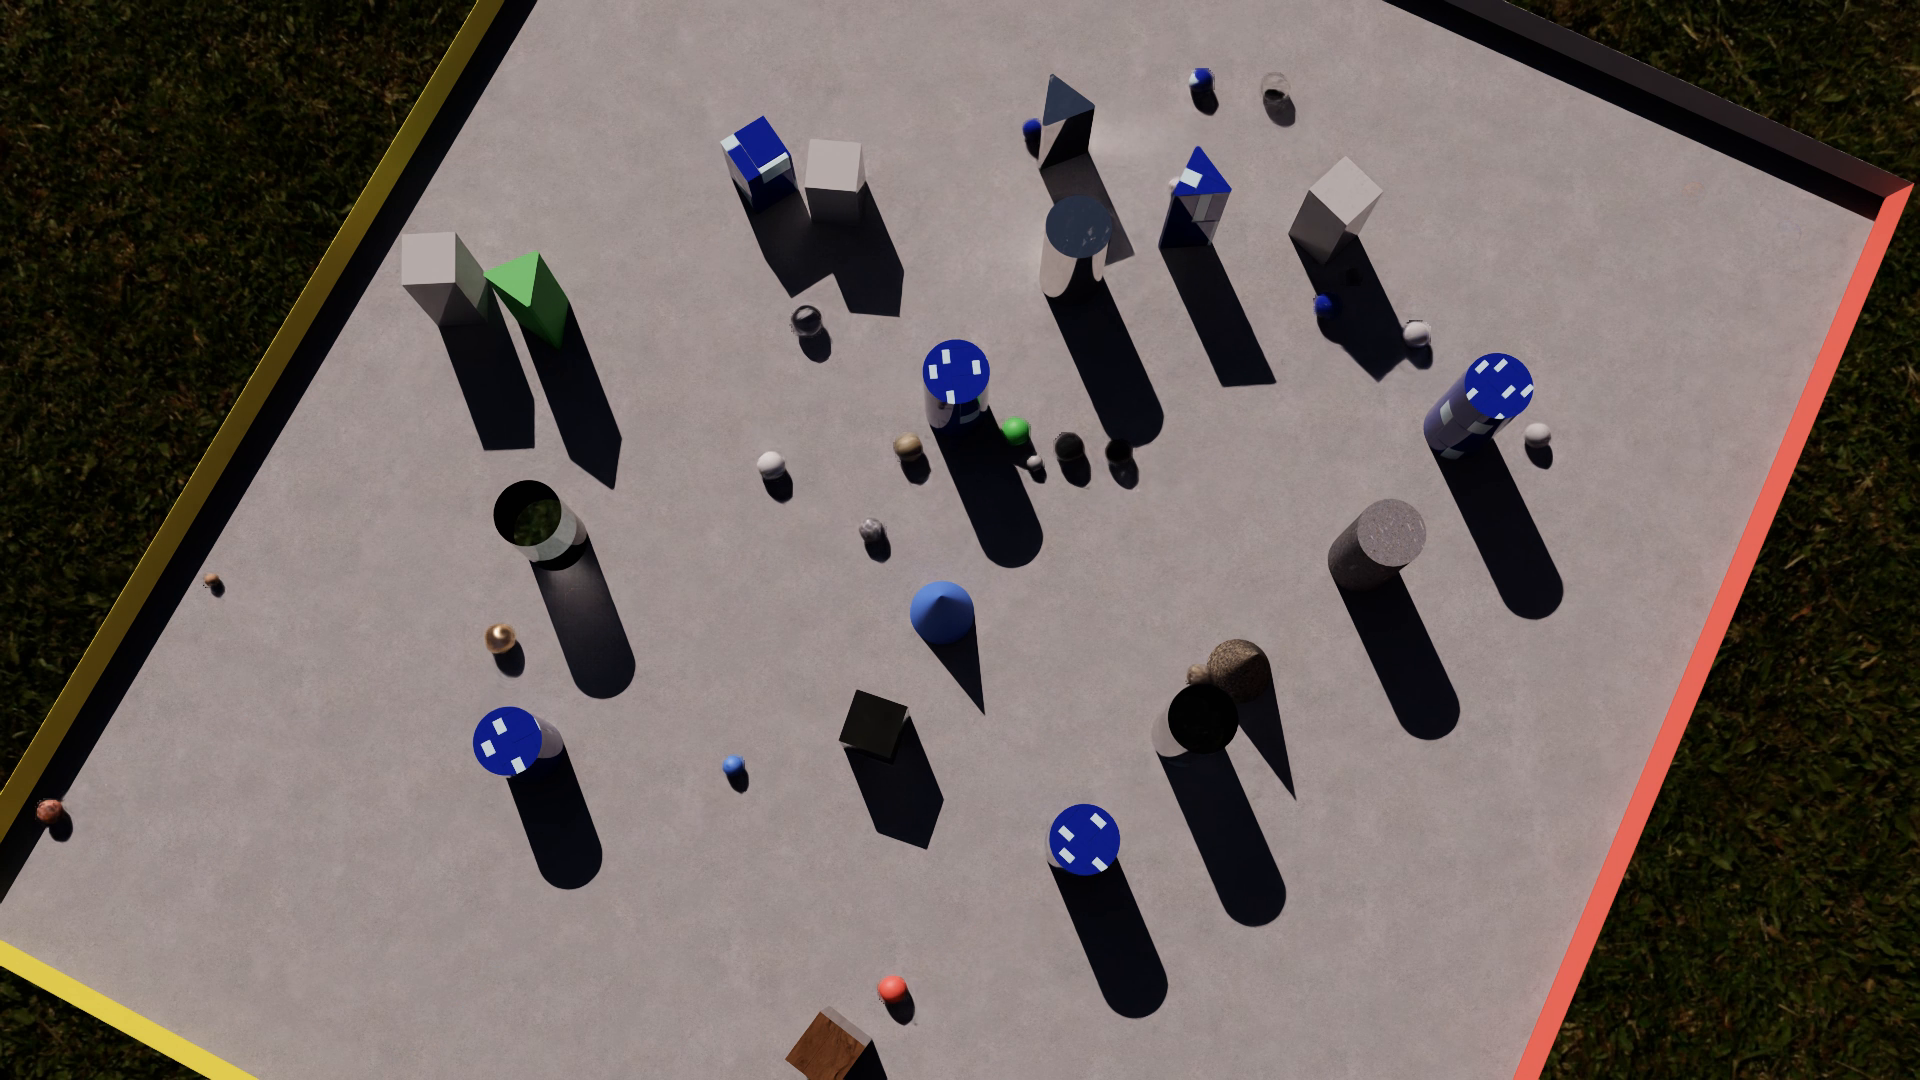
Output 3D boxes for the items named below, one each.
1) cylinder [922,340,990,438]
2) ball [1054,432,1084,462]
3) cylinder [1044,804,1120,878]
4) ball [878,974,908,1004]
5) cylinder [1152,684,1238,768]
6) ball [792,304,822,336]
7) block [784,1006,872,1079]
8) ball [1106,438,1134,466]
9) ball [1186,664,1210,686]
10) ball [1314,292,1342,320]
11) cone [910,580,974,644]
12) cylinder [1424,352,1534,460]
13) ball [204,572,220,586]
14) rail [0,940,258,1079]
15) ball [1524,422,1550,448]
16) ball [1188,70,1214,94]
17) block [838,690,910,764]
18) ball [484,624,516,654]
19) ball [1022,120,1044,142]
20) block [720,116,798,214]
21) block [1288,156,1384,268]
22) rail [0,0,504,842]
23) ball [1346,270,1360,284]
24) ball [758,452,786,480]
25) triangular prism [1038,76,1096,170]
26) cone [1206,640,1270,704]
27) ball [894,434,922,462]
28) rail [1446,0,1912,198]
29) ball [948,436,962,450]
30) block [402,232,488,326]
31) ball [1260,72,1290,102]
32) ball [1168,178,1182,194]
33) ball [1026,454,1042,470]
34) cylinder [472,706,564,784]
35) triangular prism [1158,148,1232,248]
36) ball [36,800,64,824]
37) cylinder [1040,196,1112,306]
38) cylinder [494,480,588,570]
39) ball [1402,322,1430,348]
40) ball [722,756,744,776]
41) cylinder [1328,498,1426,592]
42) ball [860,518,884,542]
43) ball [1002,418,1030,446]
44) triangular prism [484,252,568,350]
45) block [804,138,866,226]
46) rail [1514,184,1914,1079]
[{"bbox_3d":[-0.011,-0.450,5.511,0.196,0.389,0.196,0,78,0],"label":"cylinder"},{"bbox_3d":[0.337,-0.283,5.628,0.092,0.092,0.092,0,78,0],"label":"ball"},{"bbox_3d":[0.344,0.865,5.243,0.196,0.381,0.196,0,78,0],"label":"cylinder"},{"bbox_3d":[-0.194,1.301,5.306,0.082,0.082,0.082,0,78,0],"label":"ball"},{"bbox_3d":[0.672,0.539,5.279,0.196,0.443,0.196,0,78,0],"label":"cylinder"},{"bbox_3d":[-0.476,-0.683,5.708,0.098,0.098,0.098,0,78,0],"label":"ball"},{"bbox_3d":[-0.365,1.426,5.138,0.157,0.359,0.157,36,81,7],"label":"block"},{"bbox_3d":[0.489,-0.269,5.629,0.085,0.085,0.085,0,78,0],"label":"ball"},{"bbox_3d":[0.716,0.409,5.495,0.071,0.071,0.071,0,78,0],"label":"ball"},{"bbox_3d":[1.150,-0.731,5.723,0.088,0.088,0.088,0,78,0],"label":"ball"},{"bbox_3d":[-0.054,0.190,5.424,0.196,0.300,0.196,0,78,0],"label":"cone"},{"bbox_3d":[1.536,-0.391,5.455,0.196,0.475,0.196,0,78,0],"label":"cylinder"},{"bbox_3d":[-2.273,0.120,5.570,0.042,0.042,0.042,0,78,0],"label":"ball"},{"bbox_3d":[-1.037,2.037,5.129,4.317,0.127,0.045,26,80,5],"label":"rail"},{"bbox_3d":[1.777,-0.322,5.643,0.079,0.079,0.079,0,78,0],"label":"ball"},{"bbox_3d":[0.773,-1.471,5.881,0.078,0.078,0.078,0,78,0],"label":"ball"},{"bbox_3d":[-0.249,0.551,5.381,0.157,0.238,0.157,18,79,4],"label":"block"},{"bbox_3d":[-1.383,0.298,5.509,0.090,0.090,0.090,0,78,0],"label":"ball"},{"bbox_3d":[0.232,-1.308,5.853,0.067,0.067,0.067,0,78,0],"label":"ball"},{"bbox_3d":[-0.624,-1.168,5.723,0.157,0.265,0.157,-33,80,-6],"label":"block"},{"bbox_3d":[1.152,-1.006,5.641,0.157,0.360,0.157,-43,81,-8],"label":"block"},{"bbox_3d":[-1.909,-0.928,5.743,0.045,0.127,4.684,26,80,5],"label":"rail"},{"bbox_3d":[1.237,-0.827,5.764,0.046,0.046,0.046,0,78,0],"label":"ball"},{"bbox_3d":[-0.579,-0.228,5.619,0.087,0.087,0.087,0,78,0],"label":"ball"},{"bbox_3d":[0.305,-1.316,5.721,0.170,0.330,0.147,-21,79,-4],"label":"triangular prism"},{"bbox_3d":[0.841,0.359,5.352,0.196,0.373,0.196,0,78,0],"label":"cone"},{"bbox_3d":[-0.157,-0.283,5.631,0.086,0.086,0.086,0,78,0],"label":"ball"},{"bbox_3d":[1.037,-2.024,5.969,4.317,0.127,0.045,26,80,5],"label":"rail"},{"bbox_3d":[-0.016,-0.299,5.657,0.042,0.042,0.042,0,78,0],"label":"ball"},{"bbox_3d":[-1.565,-0.791,5.584,0.157,0.384,0.157,-3,78,-1],"label":"block"},{"bbox_3d":[1.010,-1.449,5.869,0.093,0.093,0.093,0,78,0],"label":"ball"},{"bbox_3d":[0.690,-1.125,5.822,0.053,0.053,0.053,0,78,0],"label":"ball"},{"bbox_3d":[0.230,-0.237,5.641,0.049,0.049,0.049,0,78,0],"label":"ball"},{"bbox_3d":[-1.283,0.600,5.341,0.196,0.297,0.196,0,78,0],"label":"cylinder"},{"bbox_3d":[0.708,-1.048,5.612,0.170,0.434,0.147,-4,78,-1],"label":"triangular prism"},{"bbox_3d":[-2.688,0.802,5.414,0.072,0.072,0.072,0,78,0],"label":"ball"},{"bbox_3d":[0.348,-0.873,5.576,0.196,0.434,0.196,0,78,0],"label":"cylinder"},{"bbox_3d":[-1.240,-0.039,5.434,0.196,0.373,0.196,0,78,0],"label":"cylinder"},{"bbox_3d":[1.419,-0.639,5.706,0.083,0.083,0.083,0,78,0],"label":"ball"},{"bbox_3d":[-0.675,0.672,5.446,0.062,0.062,0.062,0,78,0],"label":"ball"},{"bbox_3d":[1.222,0.022,5.394,0.196,0.426,0.196,0,78,0],"label":"cylinder"},{"bbox_3d":[-0.269,-0.030,5.584,0.077,0.077,0.077,0,78,0],"label":"ball"},{"bbox_3d":[0.171,-0.333,5.642,0.086,0.086,0.086,0,78,0],"label":"ball"},{"bbox_3d":[-1.279,-0.743,5.554,0.170,0.424,0.147,35,80,7],"label":"triangular prism"},{"bbox_3d":[-0.385,-1.108,5.700,0.157,0.287,0.157,5,78,1],"label":"block"},{"bbox_3d":[1.909,0.942,5.356,0.045,0.127,4.684,26,80,5],"label":"rail"}]
